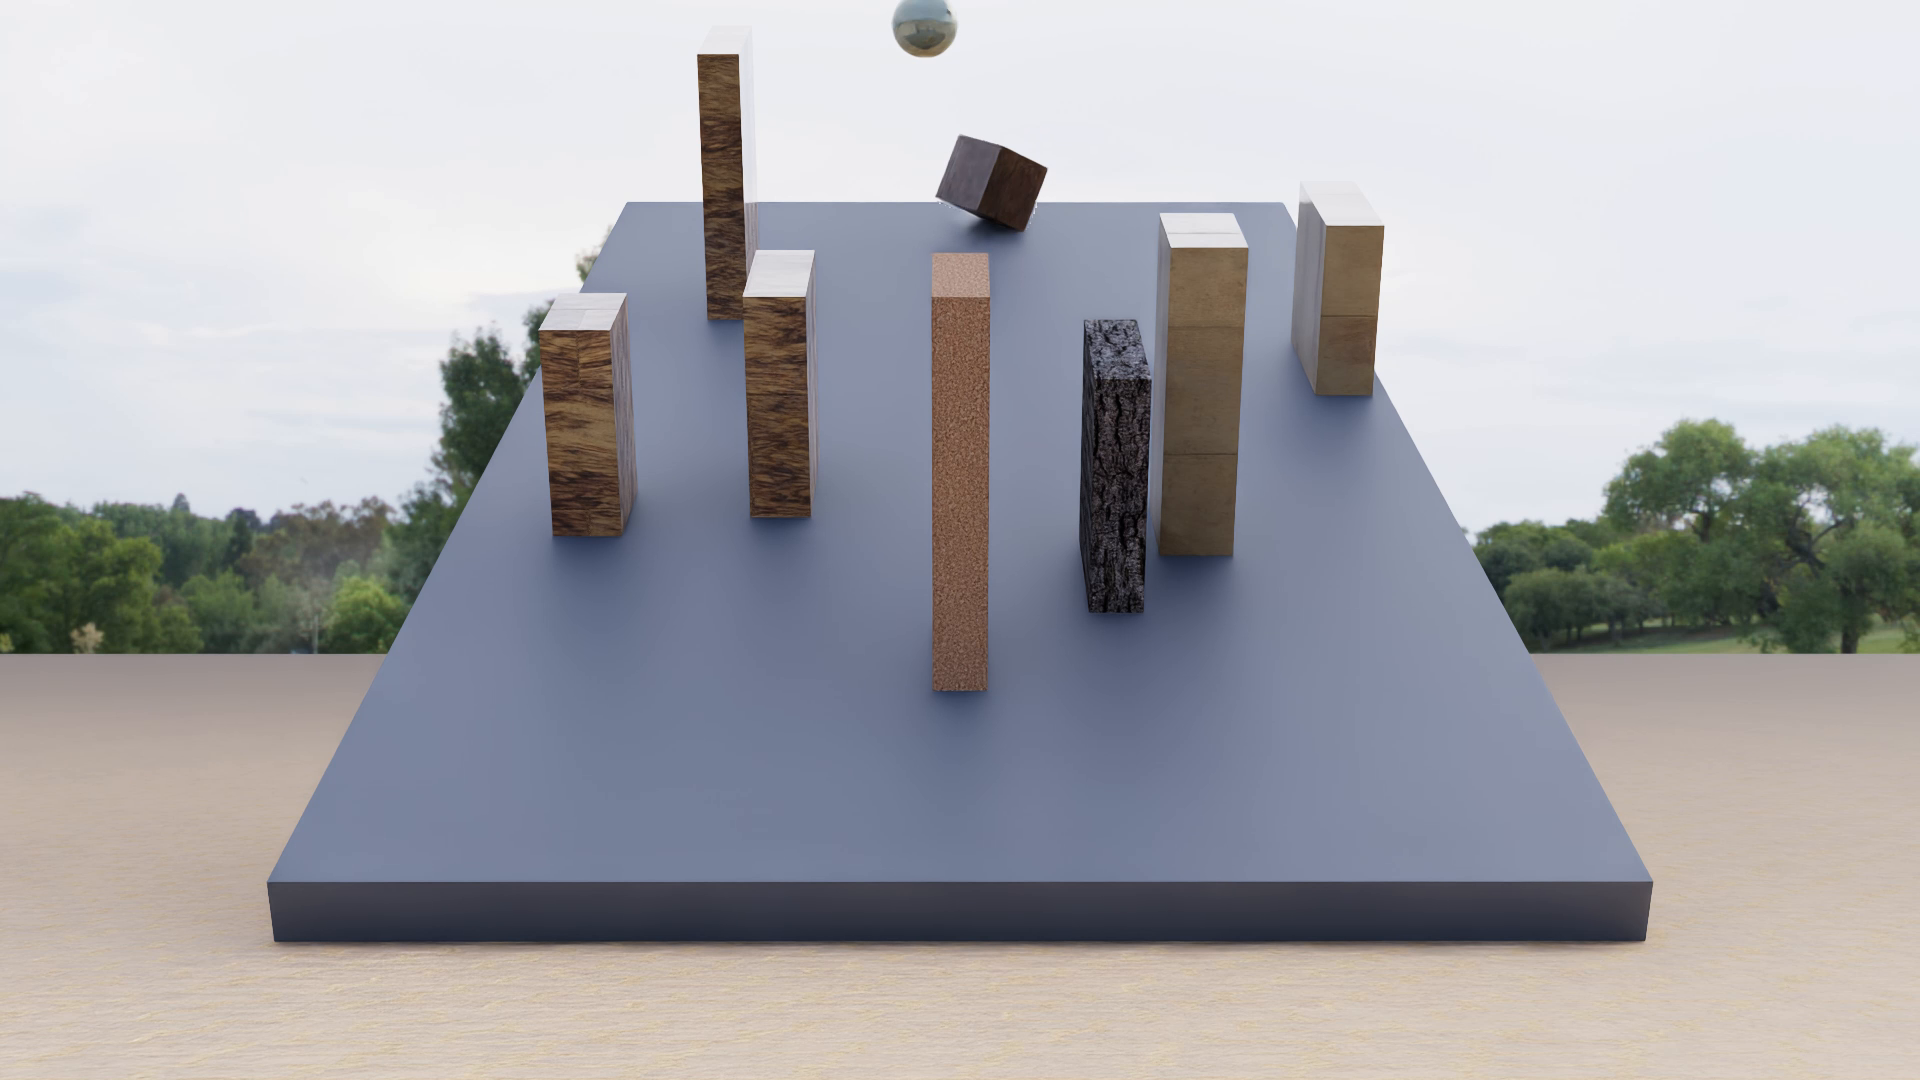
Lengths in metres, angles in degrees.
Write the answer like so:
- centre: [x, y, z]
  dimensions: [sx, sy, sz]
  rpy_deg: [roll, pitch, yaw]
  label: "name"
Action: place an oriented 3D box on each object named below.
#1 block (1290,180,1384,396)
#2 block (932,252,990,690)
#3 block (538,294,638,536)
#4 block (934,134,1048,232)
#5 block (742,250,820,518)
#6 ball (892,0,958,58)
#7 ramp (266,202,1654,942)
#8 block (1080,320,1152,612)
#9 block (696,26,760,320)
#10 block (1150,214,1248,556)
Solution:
- centre: [0.889, -0.602, 5.454]
  dimensions: [0.132, 0.403, 0.423]
  rpy_deg: [0, 22, 0]
  label: "block"
- centre: [0.000, -0.114, 3.887]
  dimensions: [0.093, 0.690, 0.263]
  rpy_deg: [0, 22, 0]
  label: "block"
- centre: [-0.733, -0.251, 4.567]
  dimensions: [0.135, 0.422, 0.249]
  rpy_deg: [0, 22, 0]
  label: "block"
- centre: [0.092, -1.038, 6.686]
  dimensions: [0.197, 0.197, 0.197]
  rpy_deg: [17, 6, -43]
  label: "block"
- centre: [-0.361, -0.323, 4.695]
  dimensions: [0.121, 0.459, 0.339]
  rpy_deg: [0, 22, 0]
  label: "block"
- centre: [-0.106, -1.557, 6.946]
  dimensions: [0.203, 0.203, 0.203]
  rpy_deg: [0, -3, 0]
  label: "ball"
- centre: [-0.007, -0.223, 5.188]
  dimensions: [2.000, 0.100, 4.000]
  rpy_deg: [0, 22, 0]
  label: "ramp"
- centre: [0.285, -0.142, 4.275]
  dimensions: [0.099, 0.447, 0.355]
  rpy_deg: [0, 22, 0]
  label: "block"
- centre: [-0.593, -0.952, 5.938]
  dimensions: [0.103, 0.674, 0.403]
  rpy_deg: [0, 22, 0]
  label: "block"
- centre: [0.456, -0.301, 4.446]
  dimensions: [0.142, 0.611, 0.250]
  rpy_deg: [0, 22, 0]
  label: "block"
